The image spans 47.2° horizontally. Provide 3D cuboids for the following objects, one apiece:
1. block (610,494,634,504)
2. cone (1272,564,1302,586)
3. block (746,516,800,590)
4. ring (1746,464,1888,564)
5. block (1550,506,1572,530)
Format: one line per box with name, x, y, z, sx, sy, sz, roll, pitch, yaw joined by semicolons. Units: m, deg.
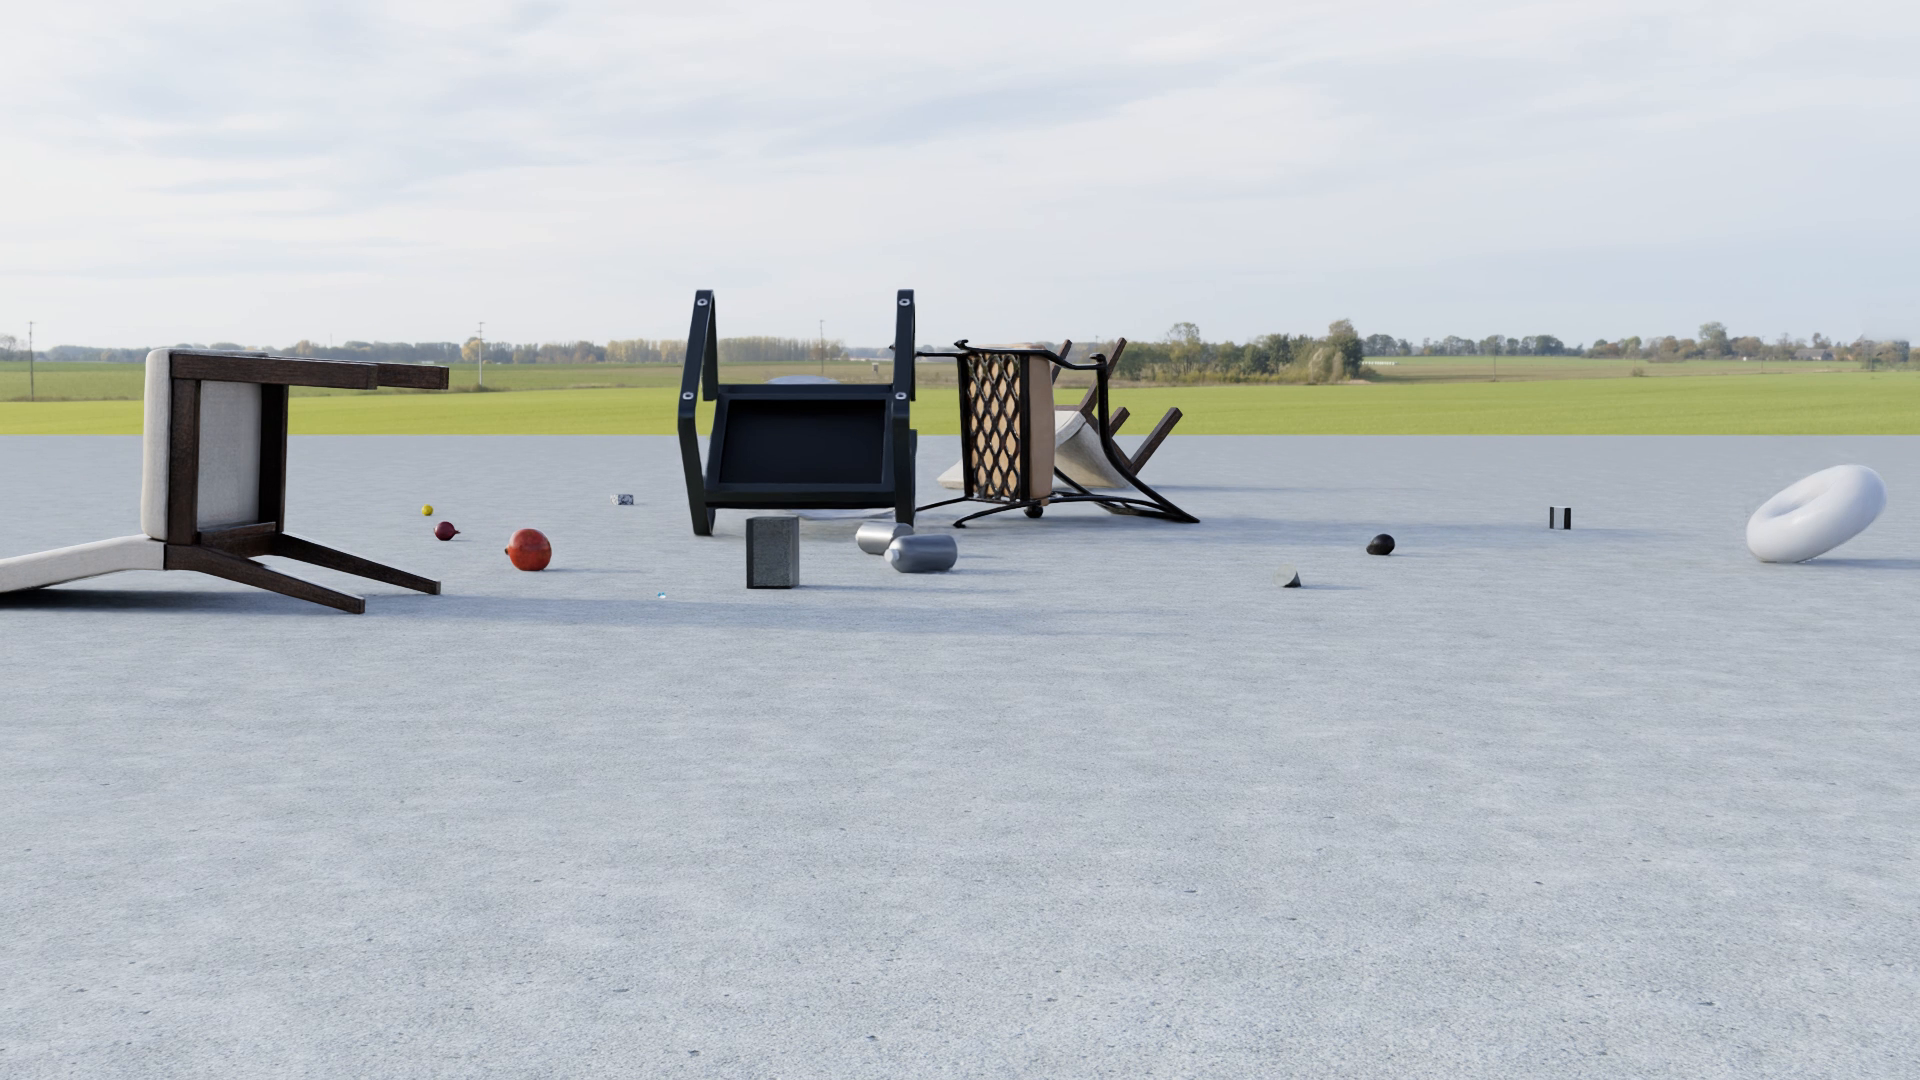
block;-1.317;-0.158;8.569;0.065;0.039;0.072;-2;5;-32
cone;0.759;0.092;5.013;0.049;0.060;0.142;31;-3;-10
block;-0.425;0.028;4.993;0.098;0.157;0.118;0;4;7
ring;2.198;-0.066;5.654;0.312;0.129;0.448;-39;2;-18
block;1.924;-0.070;7.049;0.037;0.071;0.067;-1;4;-15
